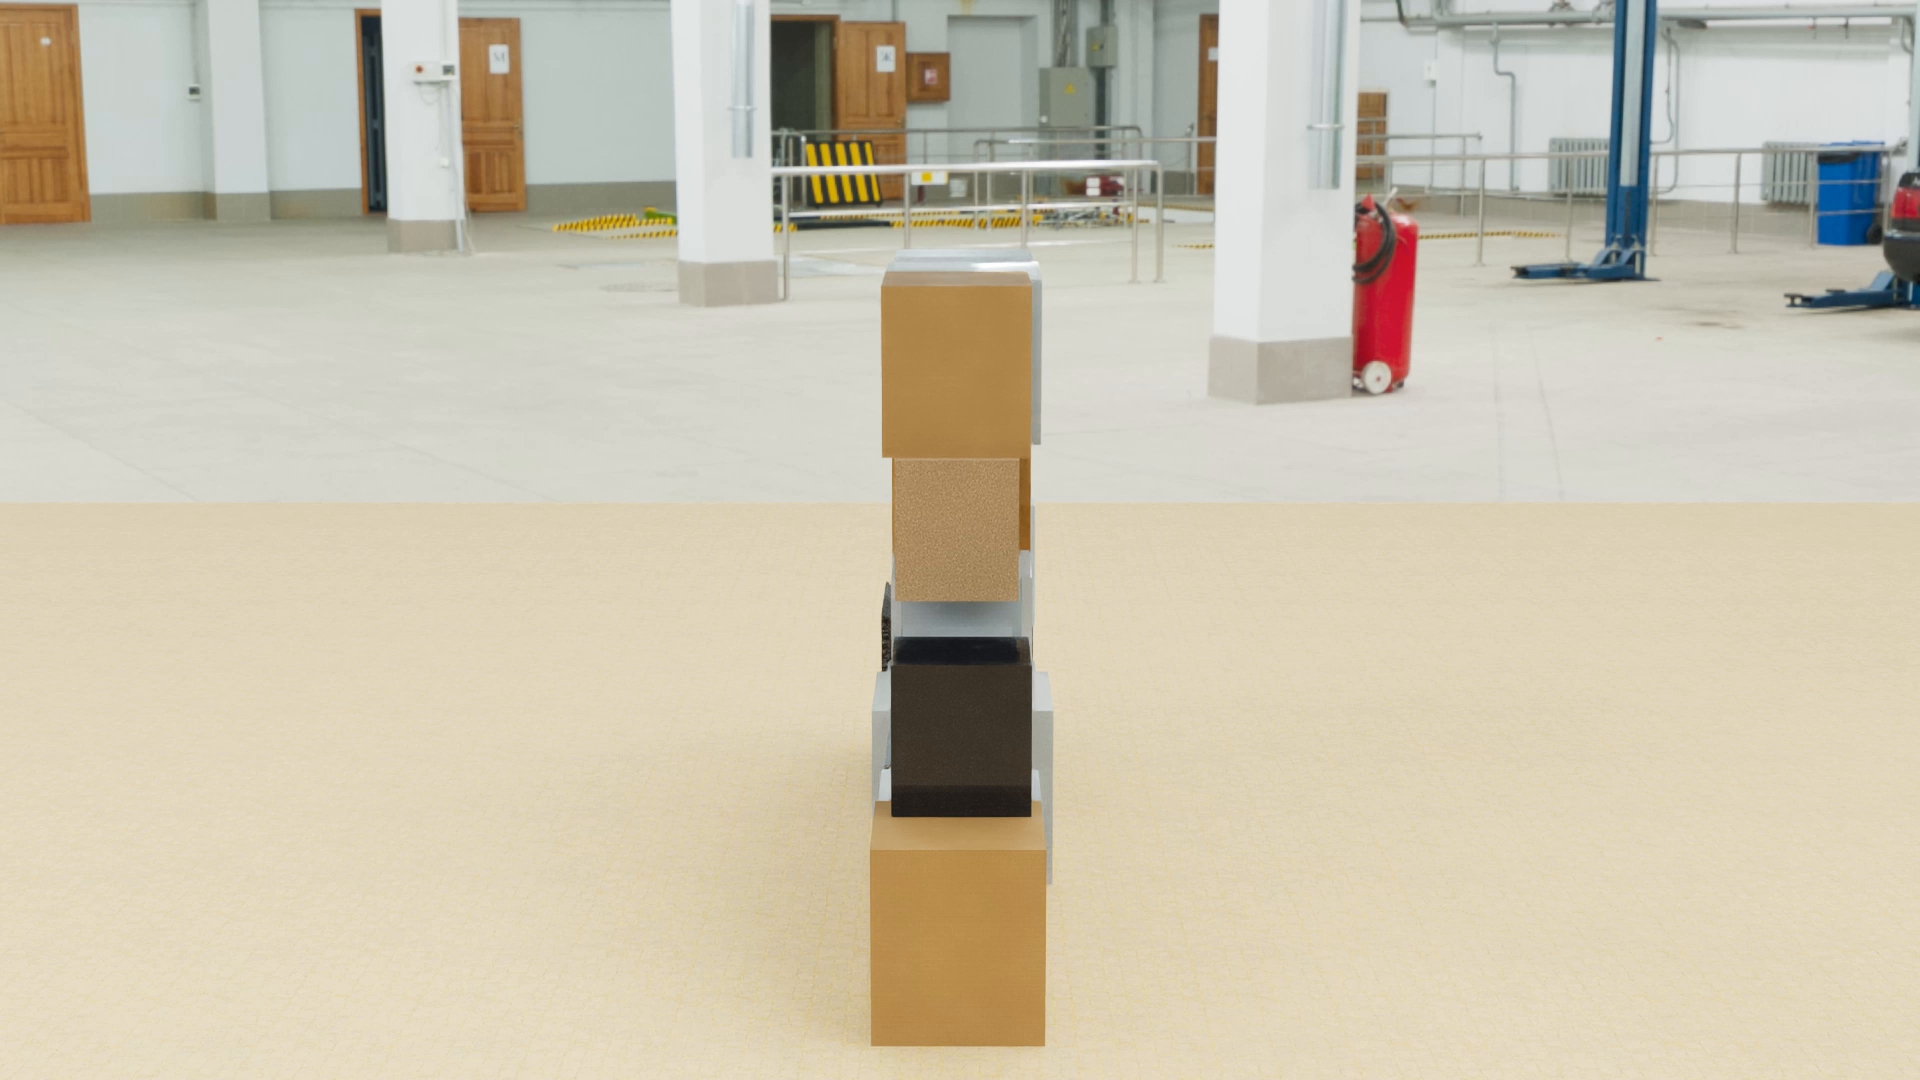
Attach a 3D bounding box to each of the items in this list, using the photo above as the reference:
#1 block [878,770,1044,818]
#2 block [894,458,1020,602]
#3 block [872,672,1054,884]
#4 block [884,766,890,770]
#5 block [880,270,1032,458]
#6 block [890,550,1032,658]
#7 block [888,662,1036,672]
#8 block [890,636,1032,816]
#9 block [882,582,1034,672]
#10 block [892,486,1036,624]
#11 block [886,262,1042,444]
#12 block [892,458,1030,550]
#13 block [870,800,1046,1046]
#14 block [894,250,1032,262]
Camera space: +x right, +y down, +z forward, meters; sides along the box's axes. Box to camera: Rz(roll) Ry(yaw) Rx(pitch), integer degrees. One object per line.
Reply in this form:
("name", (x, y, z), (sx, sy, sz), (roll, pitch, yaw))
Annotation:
("block", (0.000, 1.341, 10.287), (0.644, 0.680, 0.677), (0, 10, 0))
("block", (-0.012, -0.088, 10.380), (0.489, 0.564, 0.555), (0, 11, 0))
("block", (0.011, 1.059, 11.552), (0.789, 0.783, 0.740), (0, 10, 0))
("block", (-0.007, 1.297, 10.921), (0.642, 0.540, 0.567), (0, 10, 0))
("block", (-0.014, -0.721, 10.379), (0.589, 0.677, 0.665), (0, 11, 0))
("block", (0.007, 0.431, 10.944), (0.585, 0.677, 0.552), (0, 12, 0))
("block", (0.007, 0.985, 12.278), (0.716, 0.669, 0.696), (0, 10, 0))
("block", (0.005, 0.710, 9.887), (0.528, 0.576, 0.562), (0, 9, 0))
("block", (-0.014, 0.733, 13.022), (0.742, 0.898, 0.839), (0, 10, 0))
("block", (0.016, 0.065, 12.582), (0.686, 0.575, 0.640), (0, 10, 0))
("block", (0.013, -0.815, 11.065), (0.658, 0.698, 0.661), (0, 13, 0))
("block", (0.006, -0.304, 11.847), (0.622, 0.605, 0.657), (0, 9, 0))
("block", (-0.007, 1.428, 9.627), (0.637, 0.746, 0.633), (0, 10, 0))
("block", (0.016, -0.951, 11.714), (0.611, 0.714, 0.573), (0, 9, 0))
